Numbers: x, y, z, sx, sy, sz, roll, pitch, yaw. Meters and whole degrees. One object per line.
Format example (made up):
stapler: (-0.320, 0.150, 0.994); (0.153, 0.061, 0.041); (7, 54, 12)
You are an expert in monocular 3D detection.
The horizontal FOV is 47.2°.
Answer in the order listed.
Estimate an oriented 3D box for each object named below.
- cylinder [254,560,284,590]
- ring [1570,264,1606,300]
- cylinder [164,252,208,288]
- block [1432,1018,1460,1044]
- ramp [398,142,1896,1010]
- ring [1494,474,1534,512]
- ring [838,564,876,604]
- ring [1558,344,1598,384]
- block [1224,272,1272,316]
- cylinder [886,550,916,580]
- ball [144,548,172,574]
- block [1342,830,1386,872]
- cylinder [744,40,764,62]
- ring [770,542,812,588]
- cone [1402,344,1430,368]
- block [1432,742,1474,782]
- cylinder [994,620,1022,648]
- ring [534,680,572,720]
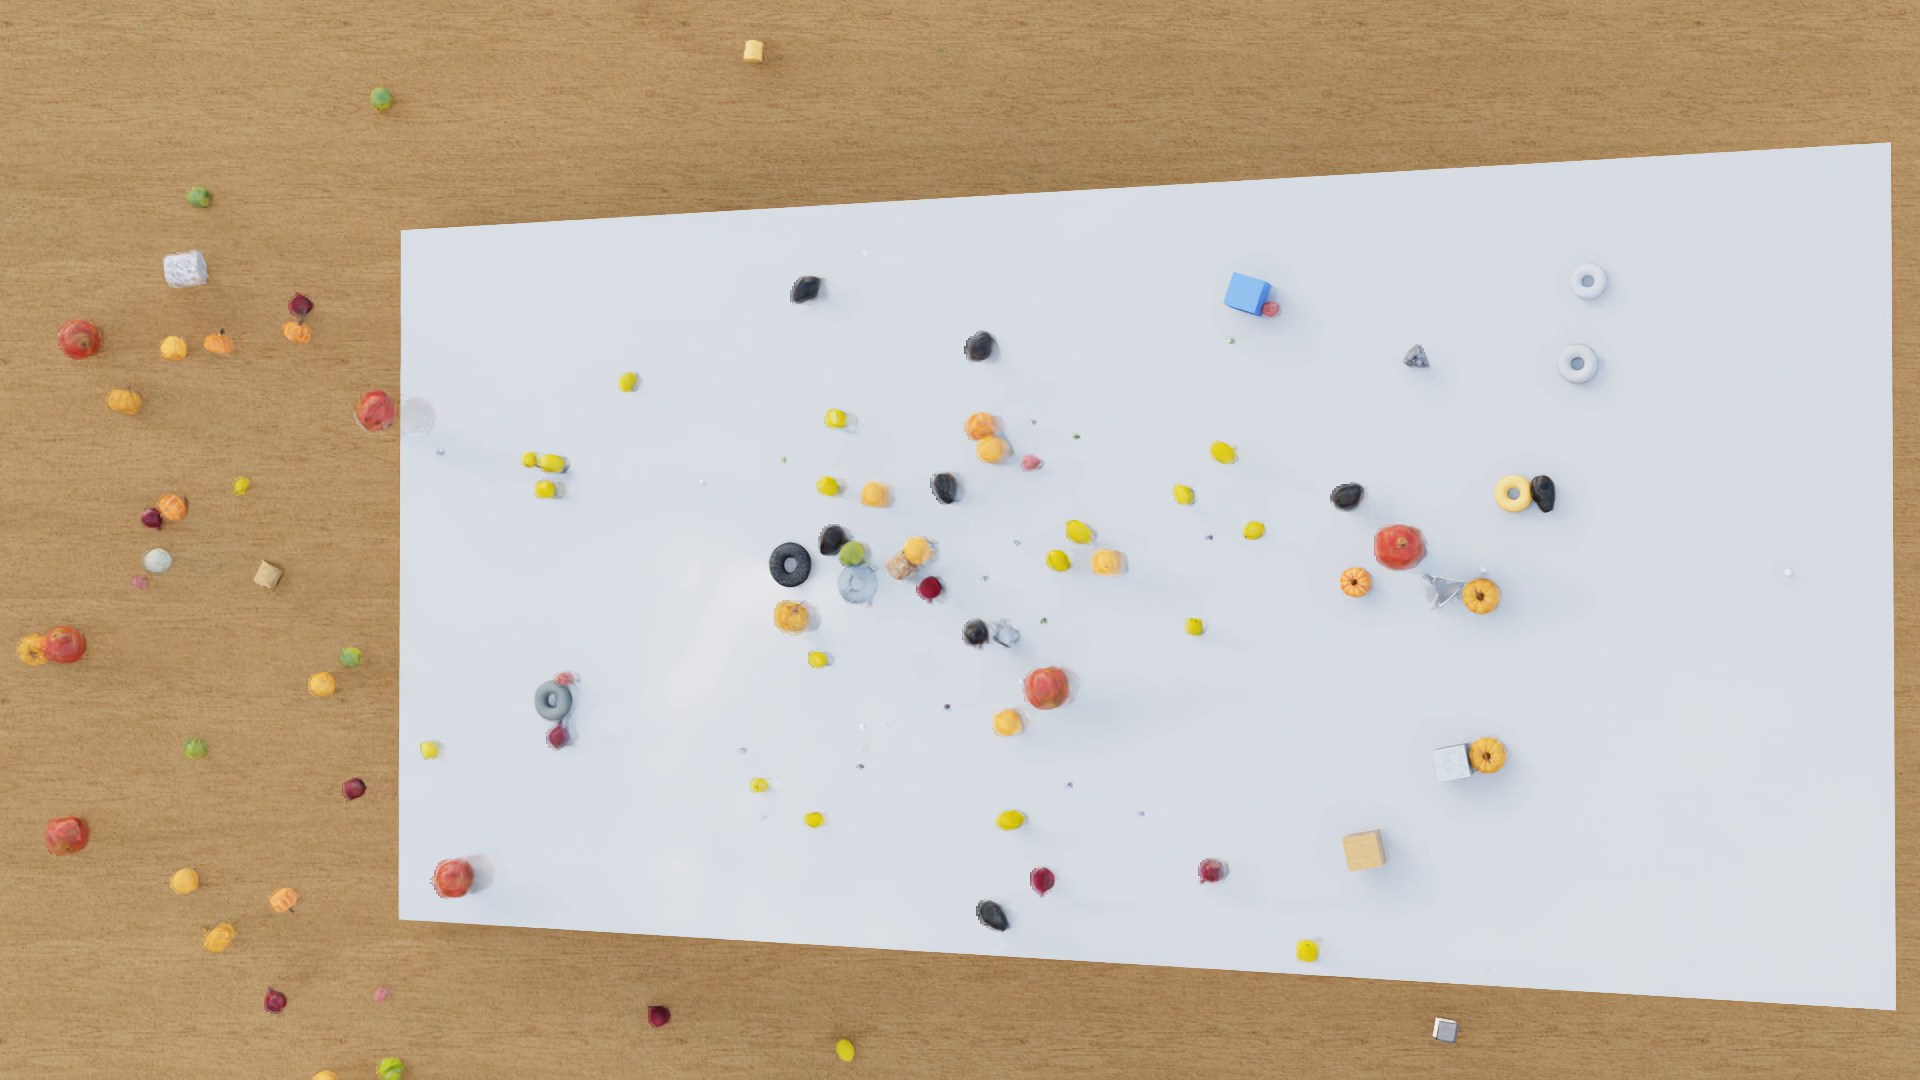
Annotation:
cylinder: (-2.027, 0.101, 6.446); (0.064, 0.064, 0.064); (26, 89, 0)
ring: (1.510, -0.622, 5.286); (0.086, 0.029, 0.086); (0, 90, 20)
cylinder: (-2.269, -0.790, 6.444); (0.094, 0.094, 0.094); (-8, 89, 0)
block: (1.421, 1.435, 6.433); (0.056, 0.056, 0.056); (10, 89, 0)
ramp: (0.279, 0.091, 5.774); (4.000, 0.100, 2.000); (0, 89, 19)
ring: (1.344, -0.113, 5.337); (0.092, 0.031, 0.092); (-1, 88, 20)
ring: (-0.275, 0.117, 5.894); (0.111, 0.037, 0.111); (0, 90, 18)
ring: (1.487, -0.424, 5.291); (0.094, 0.031, 0.094); (0, 91, 19)
block: (0.723, -0.618, 5.531); (0.084, 0.084, 0.084); (20, 96, 18)
cylinder: (-0.156, 0.069, 5.842); (0.059, 0.059, 0.059); (-35, 89, 16)
ball: (-2.349, 0.062, 6.442); (0.076, 0.076, 0.076); (0, 89, 0)
block: (0.997, 0.764, 5.418); (0.082, 0.082, 0.082); (-13, 85, 19)
cylinder: (-0.606, -1.438, 6.474); (0.052, 0.052, 0.052); (5, 89, 0)
ring: (-0.460, 0.067, 5.957); (0.123, 0.041, 0.123); (-1, 88, 20)
cone: (1.134, -0.440, 5.415); (0.061, 0.061, 0.061); (35, 89, -11)
block: (1.200, 0.541, 5.353); (0.077, 0.077, 0.077); (-13, 85, 19)
cylinder: (0.124, 0.245, 5.743); (0.054, 0.054, 0.054); (31, 101, 0)
ring: (-1.146, 0.452, 6.192); (0.115, 0.038, 0.115); (0, 90, 18)
